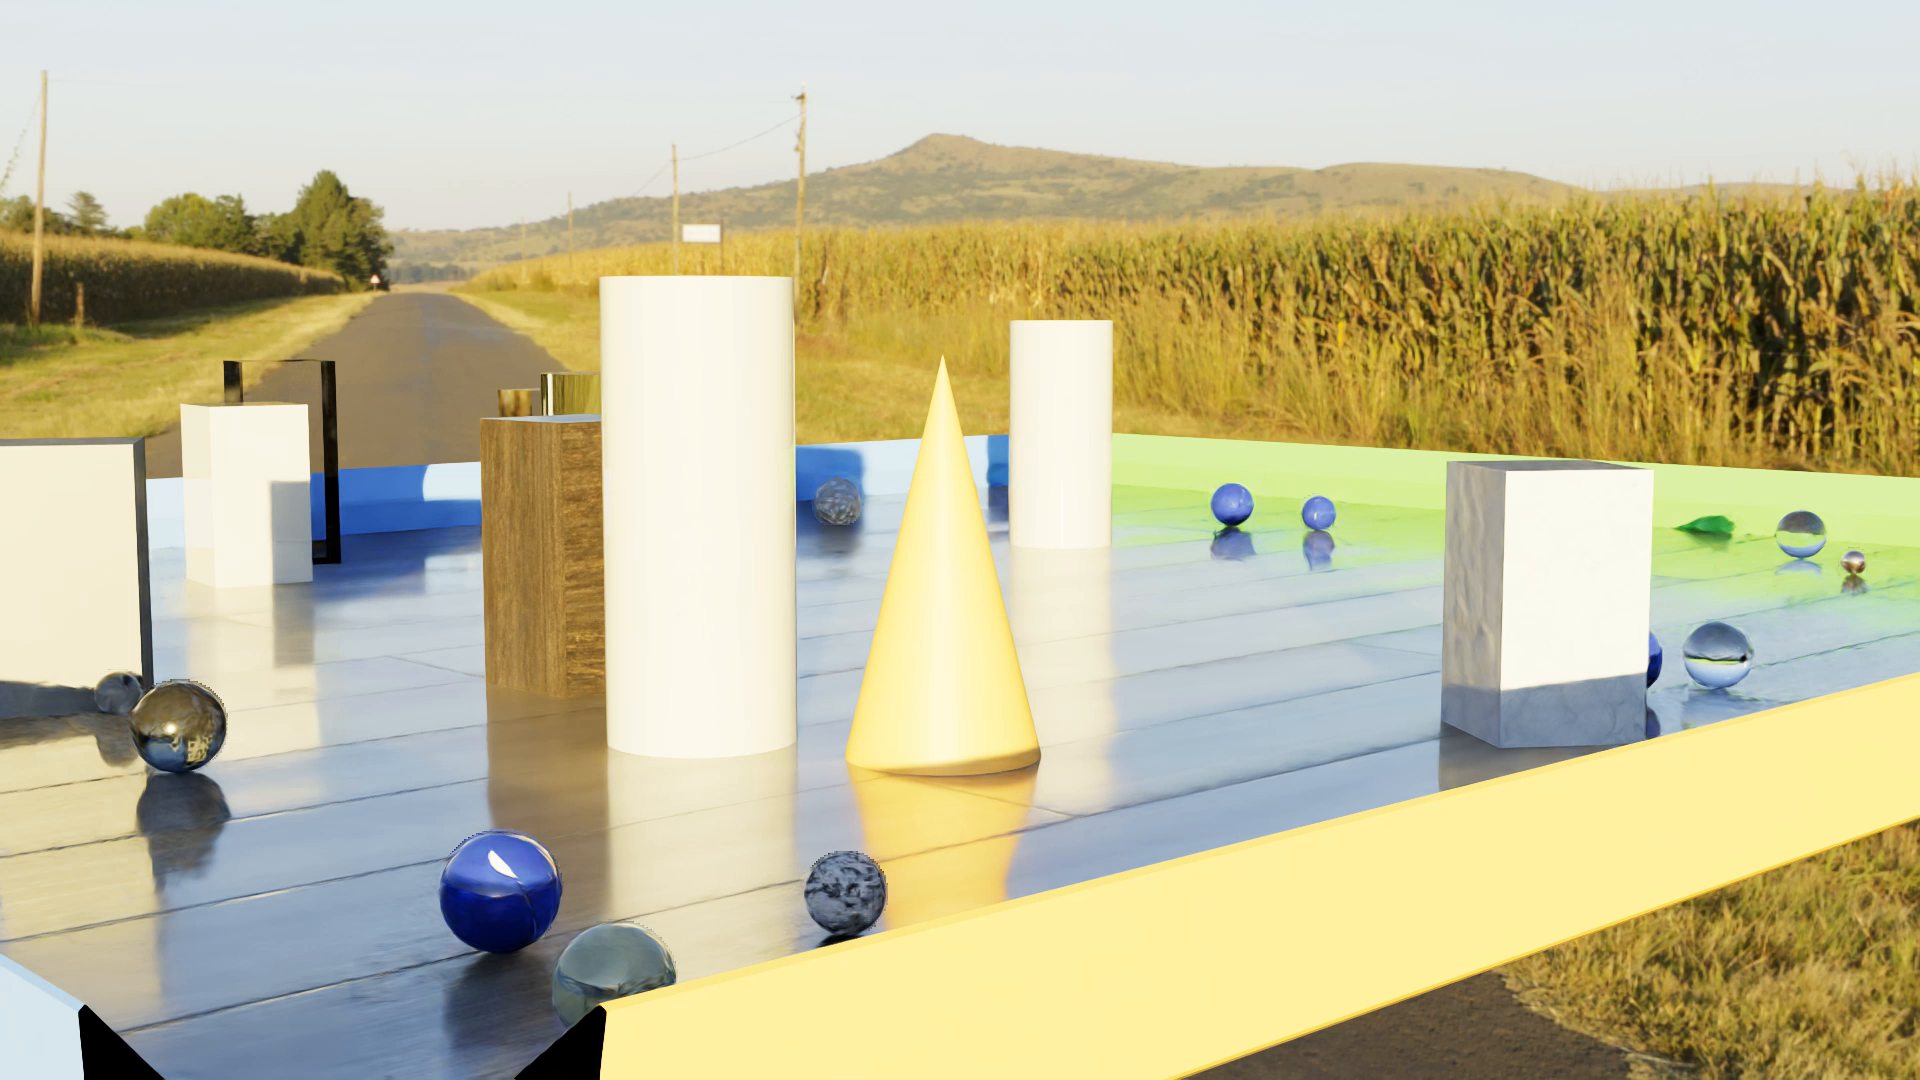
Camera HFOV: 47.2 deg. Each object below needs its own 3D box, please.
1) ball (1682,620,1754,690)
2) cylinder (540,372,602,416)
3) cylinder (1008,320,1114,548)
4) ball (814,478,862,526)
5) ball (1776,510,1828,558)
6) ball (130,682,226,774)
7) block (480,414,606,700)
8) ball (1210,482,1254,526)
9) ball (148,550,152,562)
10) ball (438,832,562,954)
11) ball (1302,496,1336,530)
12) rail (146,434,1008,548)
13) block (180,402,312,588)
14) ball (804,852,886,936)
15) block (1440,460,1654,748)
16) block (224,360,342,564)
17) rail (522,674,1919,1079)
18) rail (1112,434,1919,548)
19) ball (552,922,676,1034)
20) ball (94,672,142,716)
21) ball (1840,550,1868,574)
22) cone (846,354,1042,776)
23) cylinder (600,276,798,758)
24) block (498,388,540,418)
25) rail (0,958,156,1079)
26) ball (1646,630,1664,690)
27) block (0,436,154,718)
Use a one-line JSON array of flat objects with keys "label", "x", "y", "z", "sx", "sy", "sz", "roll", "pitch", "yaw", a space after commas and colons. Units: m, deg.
[{"label": "ball", "x": 0.894, "y": 0.136, "z": 2.595, "sx": 0.080, "sy": 0.080, "sz": 0.080, "roll": 0, "pitch": 6, "yaw": 0}, {"label": "cylinder", "x": -0.494, "y": -0.059, "z": 3.131, "sx": 0.198, "sy": 0.357, "sz": 0.198, "roll": 0, "pitch": 6, "yaw": 0}, {"label": "cylinder", "x": 0.193, "y": -0.206, "z": 4.205, "sx": 0.198, "sy": 0.426, "sz": 0.198, "roll": 0, "pitch": 6, "yaw": 0}, {"label": "ball", "x": -0.254, "y": -0.079, "z": 4.564, "sx": 0.099, "sy": 0.099, "sz": 0.099, "roll": 0, "pitch": 6, "yaw": 0}, {"label": "ball", "x": 1.515, "y": -0.011, "z": 3.960, "sx": 0.088, "sy": 0.088, "sz": 0.088, "roll": 0, "pitch": 6, "yaw": 0}, {"label": "ball", "x": -0.755, "y": 0.181, "z": 2.125, "sx": 0.088, "sy": 0.088, "sz": 0.088, "roll": 0, "pitch": 6, "yaw": 0}, {"label": "block", "x": -0.457, "y": 0.013, "z": 2.624, "sx": 0.159, "sy": 0.318, "sz": 0.159, "roll": 5, "pitch": 8, "yaw": 42}, {"label": "ball", "x": 0.564, "y": -0.074, "z": 4.559, "sx": 0.091, "sy": 0.091, "sz": 0.091, "roll": 0, "pitch": 6, "yaw": 0}, {"label": "ball", "x": -1.378, "y": 0.031, "z": 3.644, "sx": 0.071, "sy": 0.071, "sz": 0.071, "roll": 0, "pitch": 6, "yaw": 0}, {"label": "ball", "x": -0.320, "y": 0.245, "z": 1.530, "sx": 0.084, "sy": 0.084, "sz": 0.084, "roll": 0, "pitch": 6, "yaw": 0}, {"label": "ball", "x": 0.728, "y": -0.054, "z": 4.464, "sx": 0.071, "sy": 0.071, "sz": 0.071, "roll": 0, "pitch": 6, "yaw": 0}, {"label": "rail", "x": -1.075, "y": -0.087, "z": 4.491, "sx": 3.761, "sy": 0.129, "sz": 0.045, "roll": -5, "pitch": 8, "yaw": -42}, {"label": "block", "x": -1.180, "y": -0.079, "z": 3.636, "sx": 0.159, "sy": 0.291, "sz": 0.159, "roll": -4, "pitch": 7, "yaw": -35}, {"label": "ball", "x": -0.082, "y": 0.253, "z": 1.573, "sx": 0.058, "sy": 0.058, "sz": 0.058, "roll": 0, "pitch": 6, "yaw": 0}, {"label": "block", "x": 0.616, "y": 0.062, "z": 2.322, "sx": 0.159, "sy": 0.283, "sz": 0.159, "roll": -1, "pitch": 6, "yaw": -9}, {"label": "block", "x": -1.205, "y": -0.140, "z": 3.907, "sx": 0.159, "sy": 0.357, "sz": 0.159, "roll": -3, "pitch": 7, "yaw": -29}, {"label": "rail", "x": 1.075, "y": 0.154, "z": 2.173, "sx": 3.761, "sy": 0.129, "sz": 0.045, "roll": -5, "pitch": 8, "yaw": -42}, {"label": "rail", "x": 1.365, "y": -0.097, "z": 4.584, "sx": 0.045, "sy": 0.129, "sz": 3.219, "roll": -5, "pitch": 8, "yaw": -42}, {"label": "ball", "x": -0.210, "y": 0.270, "z": 1.334, "sx": 0.075, "sy": 0.075, "sz": 0.075, "roll": 0, "pitch": 6, "yaw": 0}, {"label": "ball", "x": -0.927, "y": 0.169, "z": 2.421, "sx": 0.050, "sy": 0.050, "sz": 0.050, "roll": 0, "pitch": 6, "yaw": 0}, {"label": "ball", "x": 1.514, "y": 0.038, "z": 3.725, "sx": 0.041, "sy": 0.041, "sz": 0.041, "roll": 0, "pitch": 6, "yaw": 0}, {"label": "cone", "x": -0.017, "y": 0.016, "z": 2.191, "sx": 0.198, "sy": 0.402, "sz": 0.198, "roll": 0, "pitch": 6, "yaw": 0}, {"label": "cylinder", "x": -0.268, "y": -0.030, "z": 2.269, "sx": 0.198, "sy": 0.478, "sz": 0.198, "roll": 0, "pitch": 6, "yaw": 0}, {"label": "block", "x": -0.713, "y": -0.119, "z": 3.954, "sx": 0.159, "sy": 0.304, "sz": 0.159, "roll": 4, "pitch": 7, "yaw": 31}, {"label": "rail", "x": -1.365, "y": 0.164, "z": 2.079, "sx": 0.045, "sy": 0.129, "sz": 3.219, "roll": -5, "pitch": 8, "yaw": -42}, {"label": "ball", "x": 0.767, "y": 0.137, "z": 2.544, "sx": 0.089, "sy": 0.089, "sz": 0.089, "roll": 0, "pitch": 6, "yaw": 0}, {"label": "block", "x": -1.009, "y": 0.037, "z": 2.493, "sx": 0.159, "sy": 0.298, "sz": 0.159, "roll": -2, "pitch": 6, "yaw": -16}]
